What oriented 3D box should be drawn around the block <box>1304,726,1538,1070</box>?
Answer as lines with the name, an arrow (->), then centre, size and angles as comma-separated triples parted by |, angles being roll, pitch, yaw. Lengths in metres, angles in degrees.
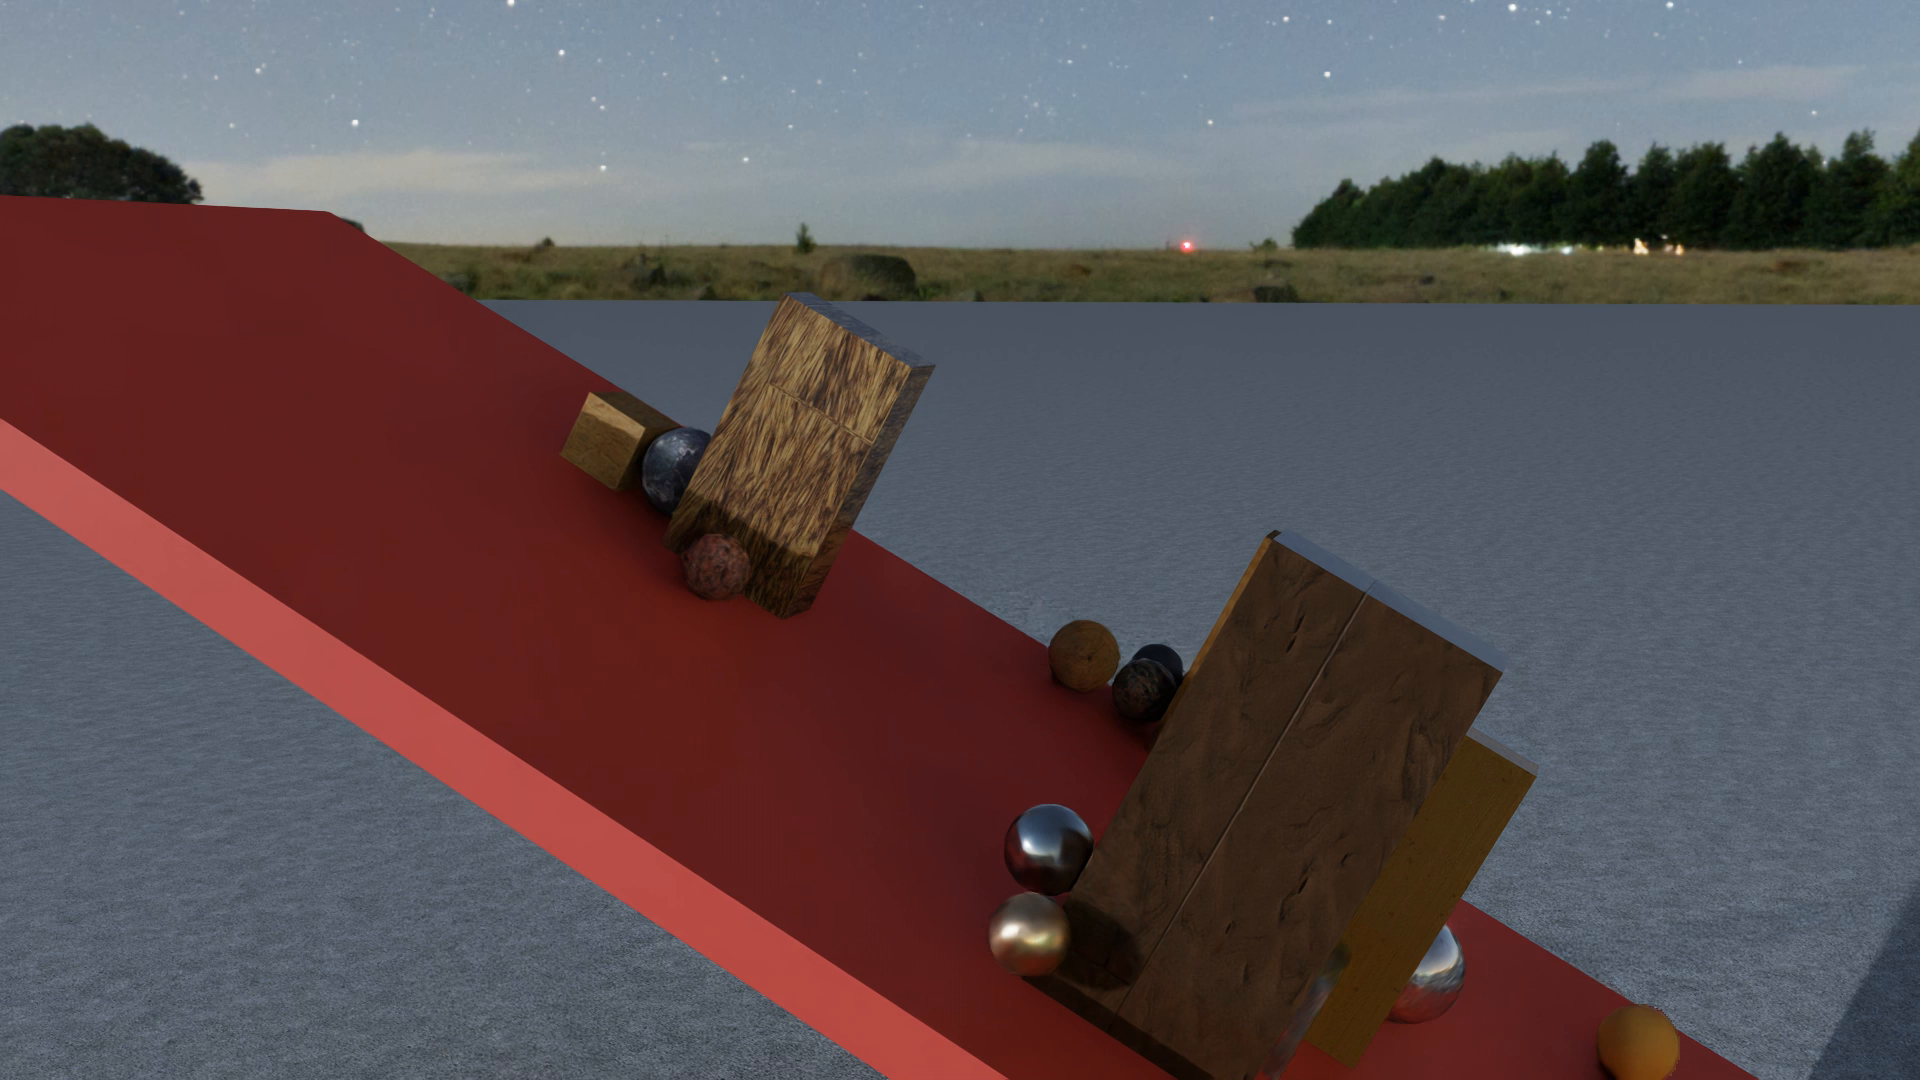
block -> 0.673, 0.550, 3.667 | 0.308, 0.590, 0.083 | 31, 14, 12

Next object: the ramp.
ramp -> -0.210, 0.347, 4.141 | 4.000, 0.100, 2.000 | 31, 14, 12

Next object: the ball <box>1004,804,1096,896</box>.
ball -> 0.141, 0.487, 3.462 | 0.144, 0.144, 0.144 | 0, 7, 0

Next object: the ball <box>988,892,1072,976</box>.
ball -> 0.105, 0.589, 3.284 | 0.124, 0.124, 0.124 | 0, 7, 0

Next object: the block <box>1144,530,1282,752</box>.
block -> 0.650, 0.282, 4.682 | 0.274, 0.532, 0.135 | 31, 14, 12

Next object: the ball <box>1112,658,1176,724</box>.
ball -> 0.403, 0.330, 4.807 | 0.142, 0.142, 0.142 | 0, 7, 0

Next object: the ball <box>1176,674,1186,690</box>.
ball -> 0.565, 0.370, 4.936 | 0.179, 0.179, 0.179 | 0, 7, 0

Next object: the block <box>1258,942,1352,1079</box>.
block -> 0.491, 0.717, 3.560 | 0.191, 0.191, 0.191 | 31, 14, 13

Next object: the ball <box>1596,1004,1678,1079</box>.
ball -> 1.308, 0.977, 4.251 | 0.154, 0.154, 0.154 | 0, 7, 0

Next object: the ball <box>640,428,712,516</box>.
ball -> -0.569, -0.138, 4.576 | 0.191, 0.191, 0.191 | 0, 7, 0

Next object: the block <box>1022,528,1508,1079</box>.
block -> 0.451, 0.421, 3.302 | 0.374, 0.786, 0.144 | 31, 14, 12

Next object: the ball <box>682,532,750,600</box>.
ball -> -0.467, 0.052, 4.224 | 0.130, 0.130, 0.130 | 0, 7, 0

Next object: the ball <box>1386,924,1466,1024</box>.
ball -> 0.804, 0.765, 3.946 | 0.204, 0.204, 0.204 | 0, 7, 0

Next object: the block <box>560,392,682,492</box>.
block -> -0.714, -0.209, 4.634 | 0.151, 0.151, 0.151 | 32, 15, 17

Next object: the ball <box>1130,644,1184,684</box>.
ball -> 0.446, 0.297, 4.993 | 0.123, 0.123, 0.123 | 0, 7, 0

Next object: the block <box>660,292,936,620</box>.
block -> -0.324, -0.169, 4.367 | 0.300, 0.568, 0.147 | 31, 14, 12

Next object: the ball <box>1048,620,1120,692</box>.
ball -> 0.271, 0.253, 4.810 | 0.157, 0.157, 0.157 | 0, 7, 0
